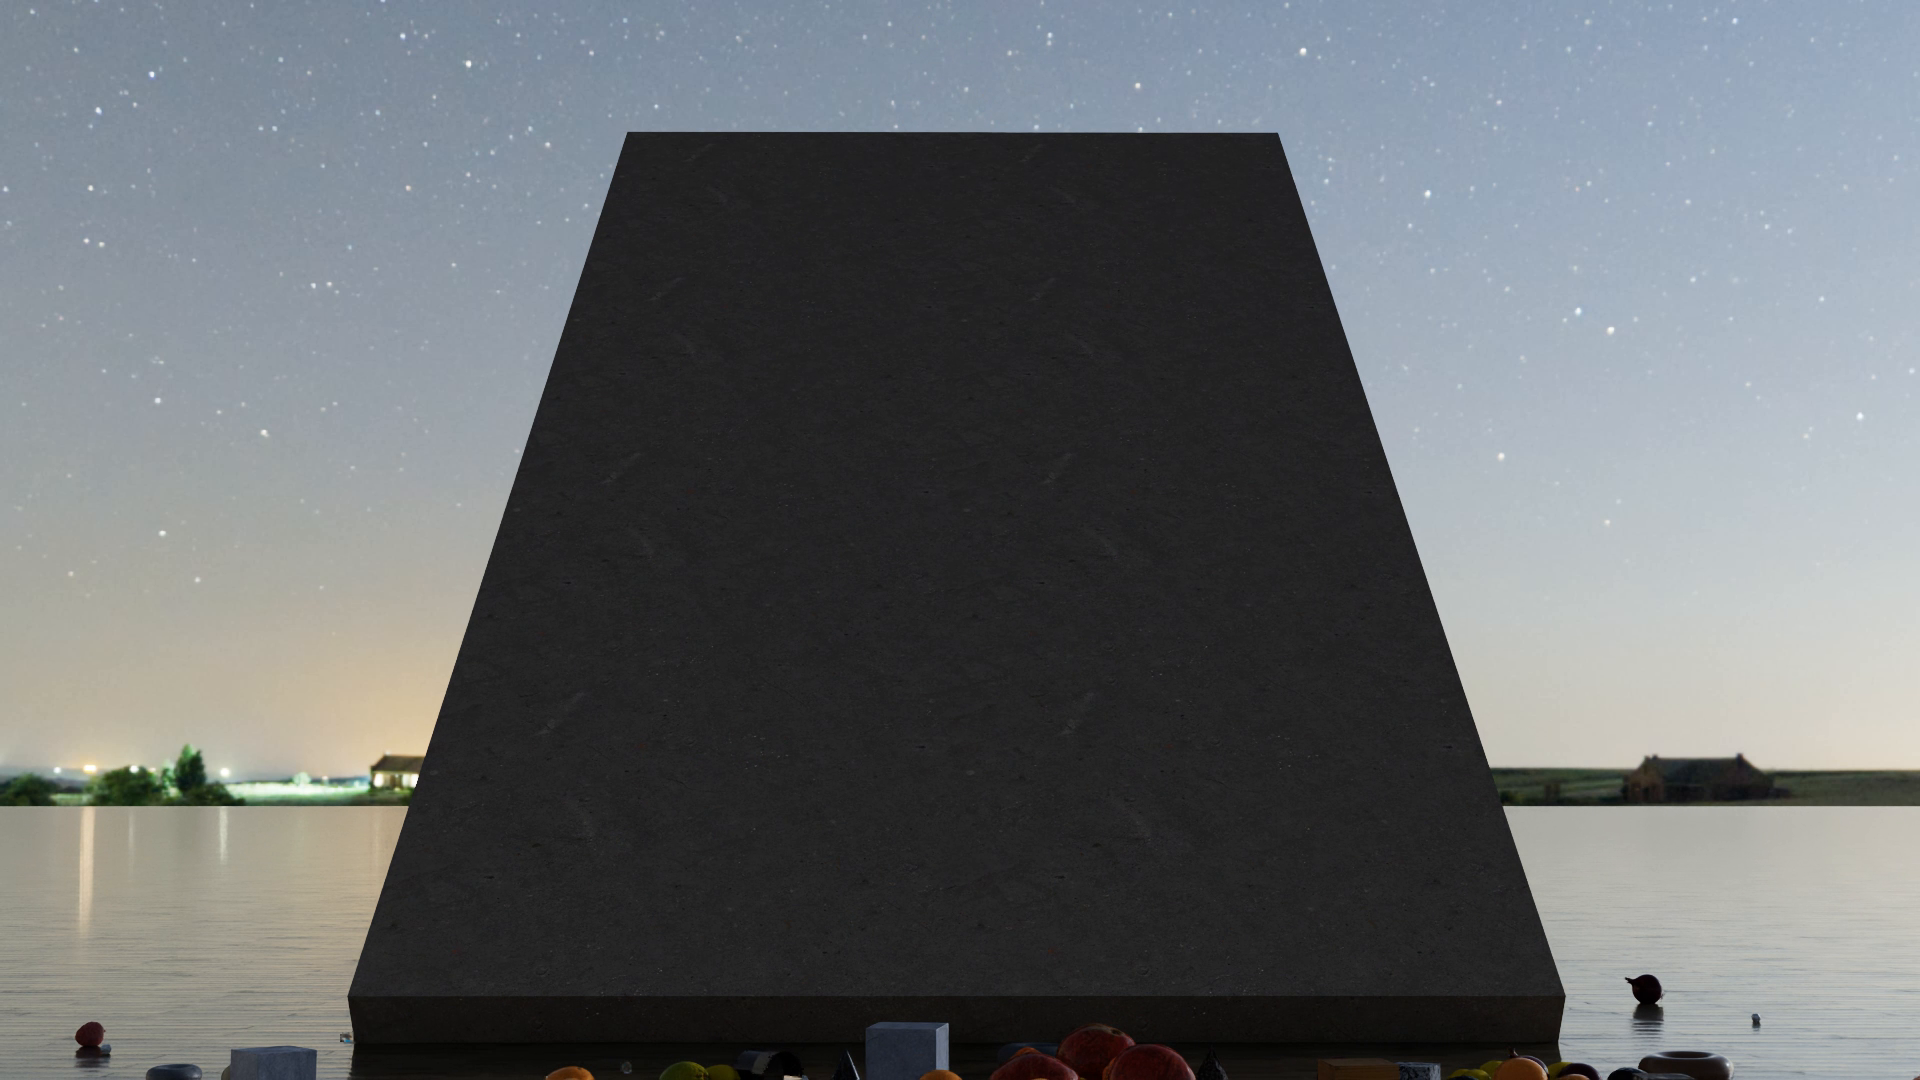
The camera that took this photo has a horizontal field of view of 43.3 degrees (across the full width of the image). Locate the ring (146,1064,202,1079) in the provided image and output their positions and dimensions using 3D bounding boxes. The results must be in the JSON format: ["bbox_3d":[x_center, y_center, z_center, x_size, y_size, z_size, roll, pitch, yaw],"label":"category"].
[{"bbox_3d":[-1.113,0.759,3.423,0.077,0.026,0.077,-1,-5,0],"label":"ring"}]

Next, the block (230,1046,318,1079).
[{"bbox_3d":[-0.886,0.698,3.117,0.080,0.080,0.080,5,-8,-41],"label":"block"}]

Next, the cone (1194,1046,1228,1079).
[{"bbox_3d":[0.326,0.696,3.126,0.086,0.086,0.086,0,-6,0],"label":"cone"}]

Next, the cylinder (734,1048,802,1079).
[{"bbox_3d":[-0.259,0.720,3.252,0.066,0.066,0.066,6,-8,-42],"label":"cylinder"}]

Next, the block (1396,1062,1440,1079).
[{"bbox_3d":[0.597,0.717,3.174,0.055,0.055,0.055,-3,-7,26],"label":"block"}]

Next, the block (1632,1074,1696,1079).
[{"bbox_3d":[0.866,0.691,2.969,0.063,0.063,0.063,0,-6,3],"label":"block"}]

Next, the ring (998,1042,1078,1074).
[{"bbox_3d":[0.115,0.769,3.584,0.120,0.040,0.120,1,-7,0],"label":"ring"}]

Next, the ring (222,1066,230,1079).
[{"bbox_3d":[-0.970,0.746,3.361,0.112,0.037,0.112,-1,-7,0],"label":"ring"}]

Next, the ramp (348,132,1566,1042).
[{"bbox_3d":[-0.013,-0.209,5.722,2.000,0.100,4.000,0,30,0],"label":"ramp"}]

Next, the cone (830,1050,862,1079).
[{"bbox_3d":[-0.148,0.699,3.133,0.081,0.081,0.081,0,-6,0],"label":"cone"}]

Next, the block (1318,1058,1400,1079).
[{"bbox_3d":[0.489,0.682,2.969,0.080,0.080,0.080,1,-6,-6],"label":"block"}]

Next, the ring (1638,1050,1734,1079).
[{"bbox_3d":[1.024,0.748,3.408,0.131,0.044,0.131,-1,-5,0],"label":"ring"}]

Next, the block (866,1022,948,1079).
[{"bbox_3d":[-0.071,0.707,3.274,0.096,0.096,0.096,-1,-6,9],"label":"block"}]

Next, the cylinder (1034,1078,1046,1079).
[{"bbox_3d":[0.073,0.649,2.695,0.087,0.087,0.087,-3,-7,26],"label":"cylinder"}]
